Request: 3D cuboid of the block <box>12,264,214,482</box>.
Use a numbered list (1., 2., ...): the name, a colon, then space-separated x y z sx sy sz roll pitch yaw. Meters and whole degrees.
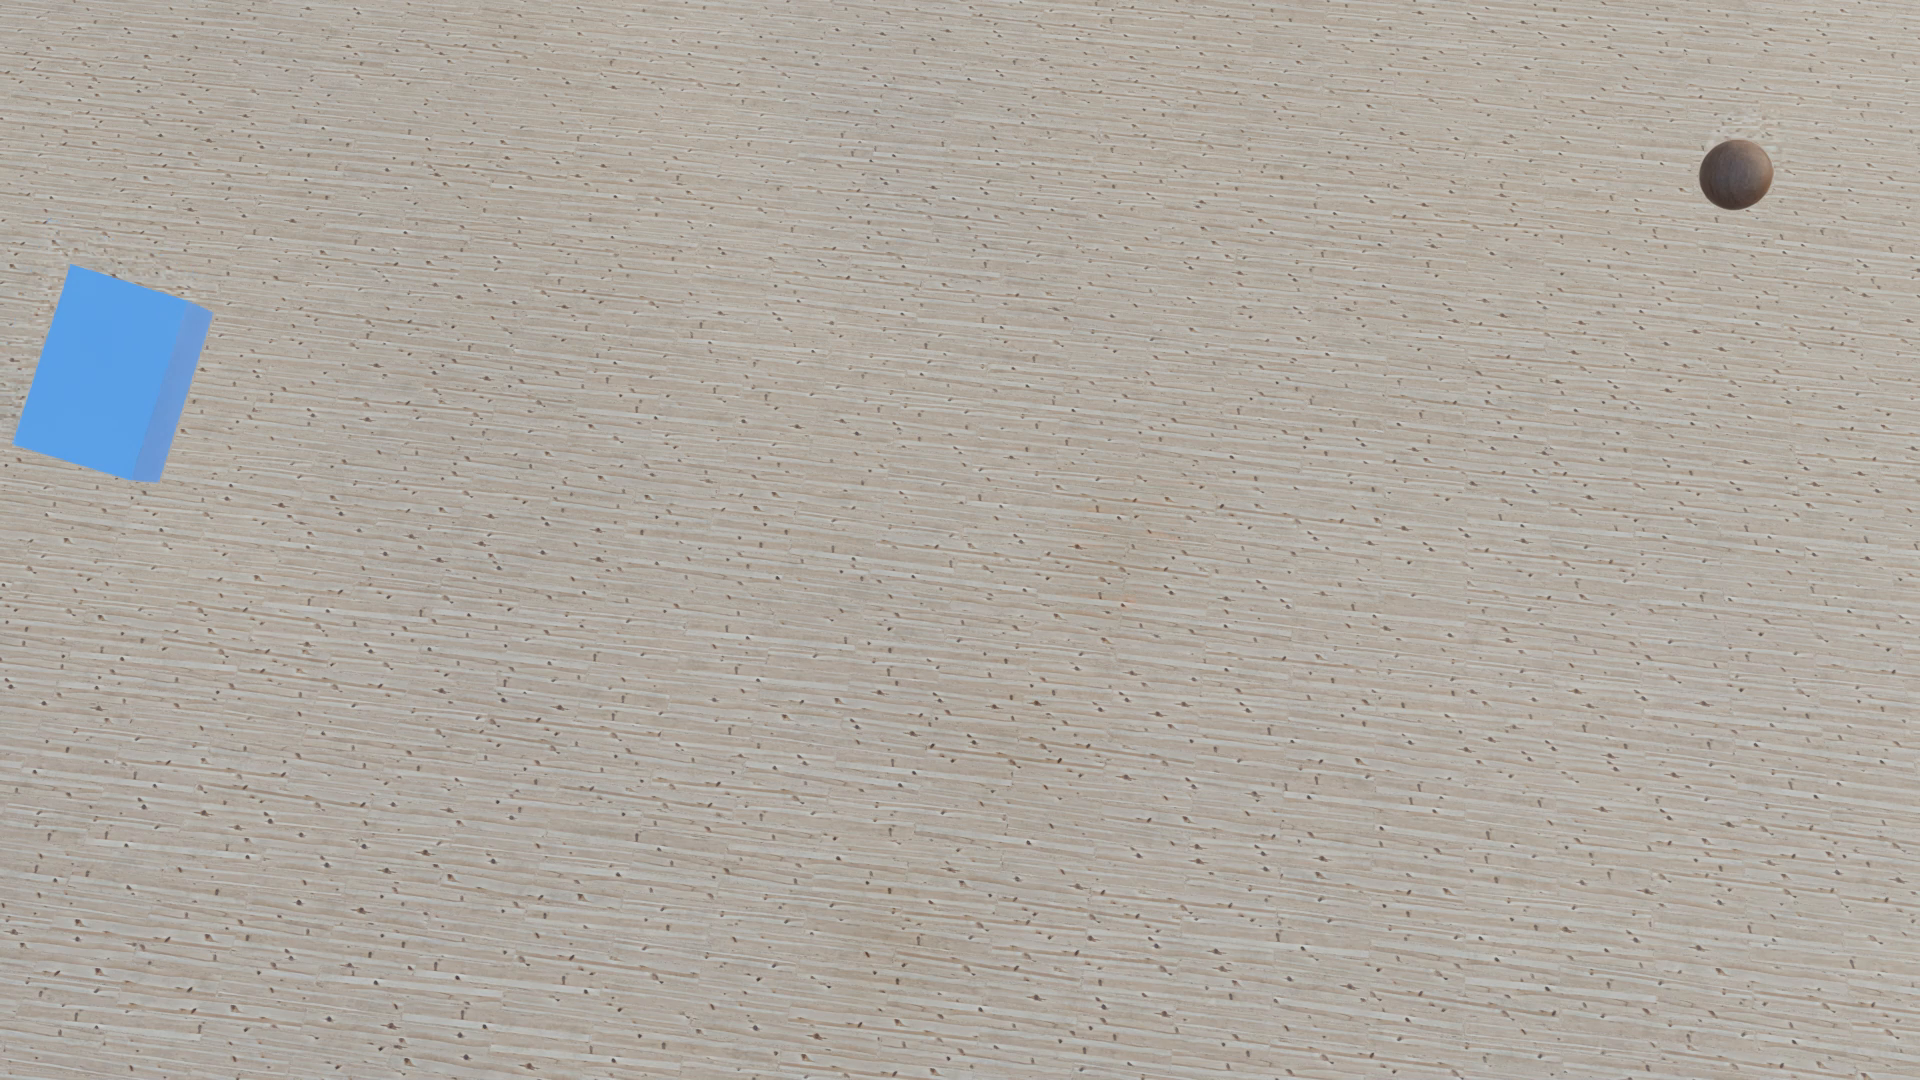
1. block: -1.213 -0.235 3.159 0.166 0.158 0.265 17 88 -6
